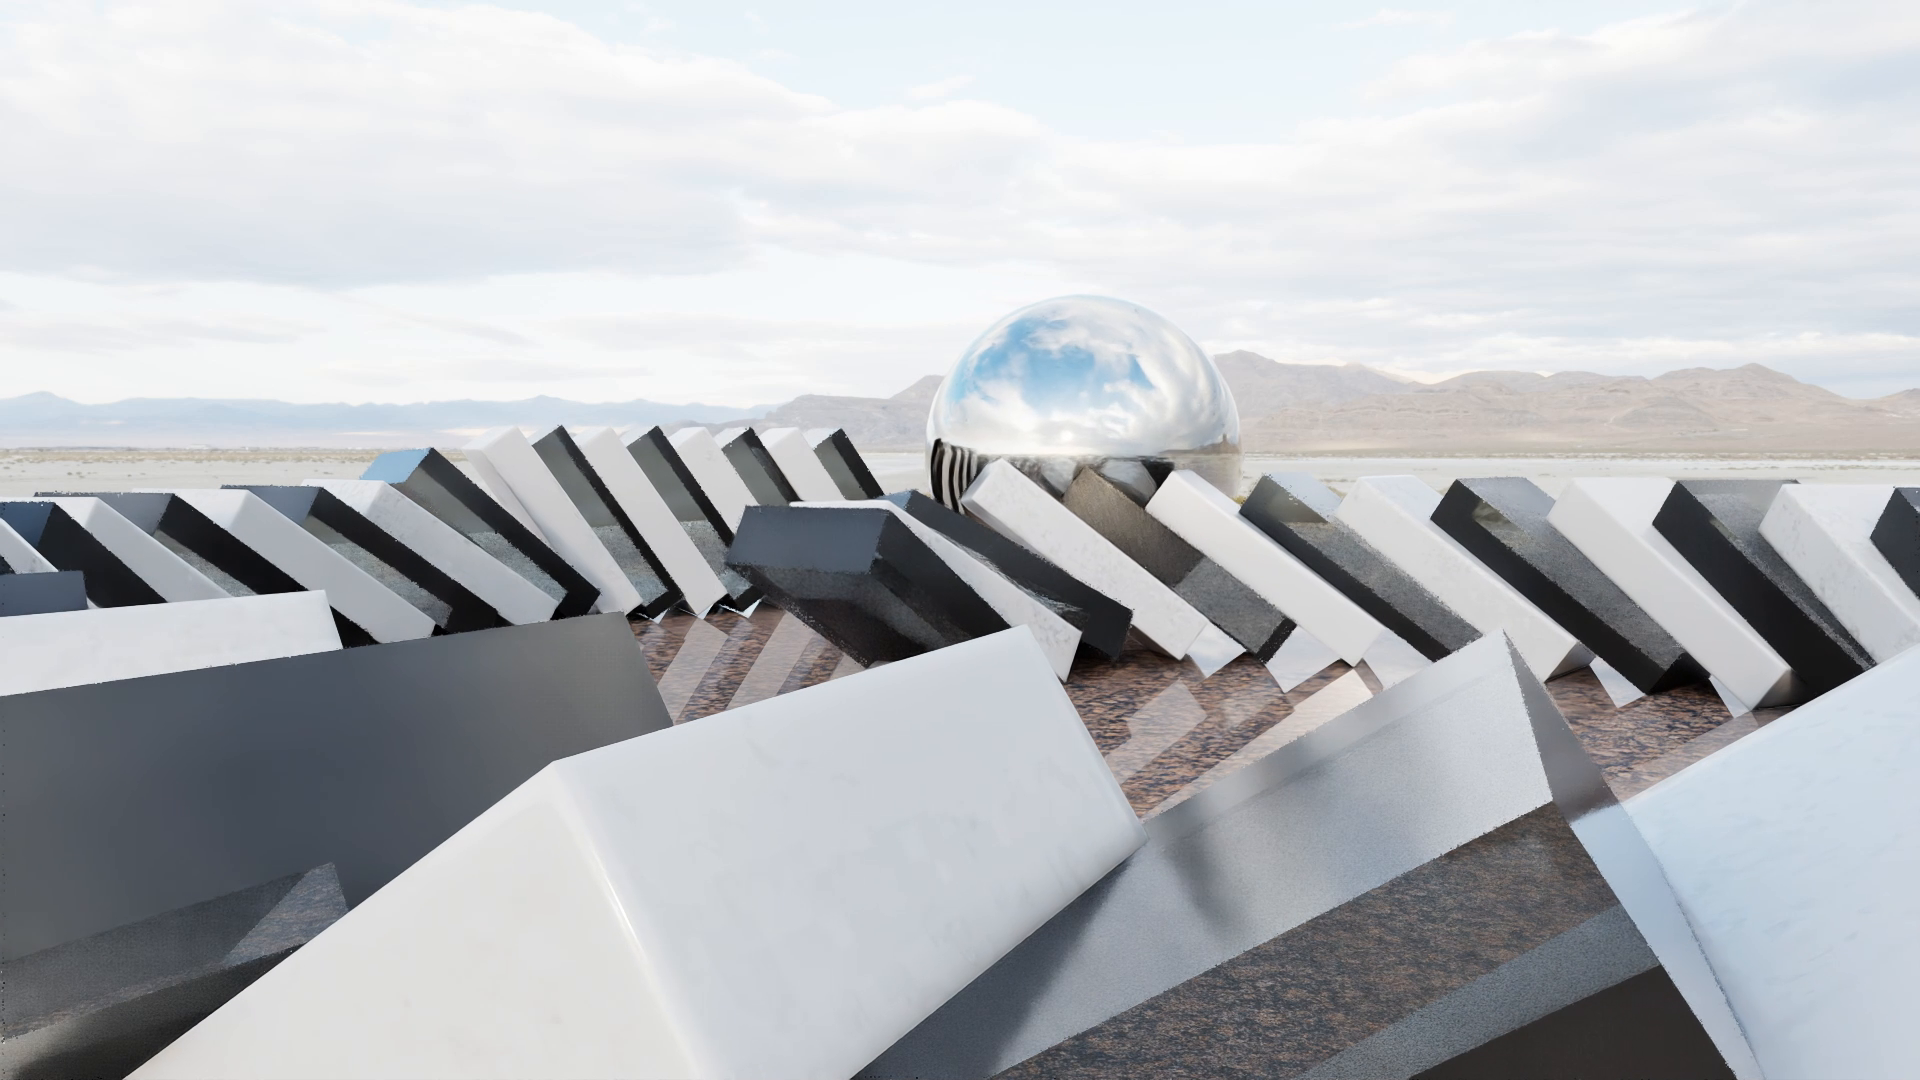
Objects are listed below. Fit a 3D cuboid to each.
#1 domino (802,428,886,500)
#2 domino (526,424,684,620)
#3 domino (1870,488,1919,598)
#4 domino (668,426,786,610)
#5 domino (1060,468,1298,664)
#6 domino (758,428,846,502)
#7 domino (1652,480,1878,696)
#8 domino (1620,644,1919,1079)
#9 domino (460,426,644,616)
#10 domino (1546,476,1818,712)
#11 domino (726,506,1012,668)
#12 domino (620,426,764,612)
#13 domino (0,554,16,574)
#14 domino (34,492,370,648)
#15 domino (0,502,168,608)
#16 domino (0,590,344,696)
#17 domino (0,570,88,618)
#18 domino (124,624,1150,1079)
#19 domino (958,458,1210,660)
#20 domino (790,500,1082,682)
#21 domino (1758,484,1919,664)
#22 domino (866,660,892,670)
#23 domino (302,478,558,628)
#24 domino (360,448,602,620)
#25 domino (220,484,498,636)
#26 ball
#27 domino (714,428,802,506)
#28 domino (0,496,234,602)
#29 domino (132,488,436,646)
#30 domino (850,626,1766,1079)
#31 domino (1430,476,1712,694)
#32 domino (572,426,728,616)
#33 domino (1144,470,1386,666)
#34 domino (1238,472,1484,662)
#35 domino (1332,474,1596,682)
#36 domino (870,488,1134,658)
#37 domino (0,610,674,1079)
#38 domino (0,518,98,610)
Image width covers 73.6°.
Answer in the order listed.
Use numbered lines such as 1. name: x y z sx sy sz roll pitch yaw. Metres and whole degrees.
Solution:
1. domino: -0.026 -0.007 0.345 0.009 0.050 0.025 -38 18 -17
2. domino: -0.089 -0.004 0.314 0.010 0.050 0.025 -39 20 -20
3. domino: 0.149 0.012 0.172 0.025 0.009 0.050 0 39 3
4. domino: -0.058 -0.006 0.332 0.009 0.050 0.025 -38 18 -18
5. domino: 0.043 0.004 0.257 0.050 0.009 0.025 37 6 3
6. domino: -0.037 -0.006 0.340 0.010 0.050 0.025 -38 18 -17
7. domino: 0.140 0.009 0.208 0.025 0.010 0.050 -1 39 -14
8. domino: 0.018 0.021 0.042 0.050 0.010 0.025 -34 -3 13
9. domino: -0.097 -0.004 0.304 0.010 0.050 0.025 -40 22 -22
10. domino: 0.130 0.008 0.224 0.025 0.010 0.050 -2 40 -24
11. domino: -0.010 0.011 0.197 0.025 0.010 0.050 2 -26 31
12. domino: -0.069 -0.005 0.327 0.009 0.050 0.025 -39 19 -20
13. domino: -0.111 0.015 0.138 0.025 0.009 0.050 -1 -28 -16
14. domino: -0.124 0.009 0.211 0.025 0.009 0.050 1 -29 13
15. domino: -0.122 0.012 0.174 0.025 0.010 0.050 0 -29 -2
16. domino: -0.053 0.020 0.066 0.050 0.009 0.025 -38 -21 35
17. domino: -0.069 0.019 0.077 0.025 0.010 0.050 -4 -28 -41
18. domino: -0.019 0.021 0.050 0.050 0.010 0.025 -35 -13 26
19. domino: 0.023 0.004 0.253 0.050 0.009 0.025 38 -3 -5
20. domino: -0.005 0.009 0.218 0.025 0.009 0.050 1 -26 47
21. domino: 0.146 0.010 0.190 0.025 0.010 0.050 0 39 -5
22. domino: -0.004 0.025 0.170 0.025 0.009 0.050 1 4 7
23. domino: -0.111 0.005 0.266 0.025 0.010 0.050 3 -29 31
24. domino: -0.106 0.000 0.284 0.025 0.009 0.050 -1 -39 43
25. domino: -0.116 0.006 0.248 0.025 0.010 0.050 2 -28 23
26. ball: 0.031 -0.022 0.325 0.080 0.080 0.080 0 4 0
27. domino: -0.048 -0.006 0.337 0.009 0.050 0.025 -38 18 -17
28. domino: -0.125 0.010 0.193 0.025 0.009 0.050 0 -29 8
29. domino: -0.121 0.008 0.230 0.025 0.010 0.050 1 -28 19
30. domino: -0.001 0.021 0.045 0.050 0.009 0.025 -34 -8 20
31. domino: 0.115 0.007 0.238 0.025 0.009 0.050 -3 40 -38
32. domino: -0.080 -0.005 0.321 0.009 0.050 0.025 -39 20 -20
33. domino: 0.062 0.005 0.259 0.050 0.009 0.025 38 14 12
34. domino: 0.082 0.005 0.258 0.050 0.009 0.025 42 24 25
35. domino: 0.100 0.006 0.249 0.025 0.010 0.050 -5 41 -47
36. domino: 0.004 0.007 0.236 0.050 0.009 0.025 29 -17 -25
37. domino: -0.037 0.021 0.057 0.050 0.009 0.025 -36 -17 31
38. domino: -0.119 0.013 0.156 0.025 0.009 0.050 -1 -29 -7
